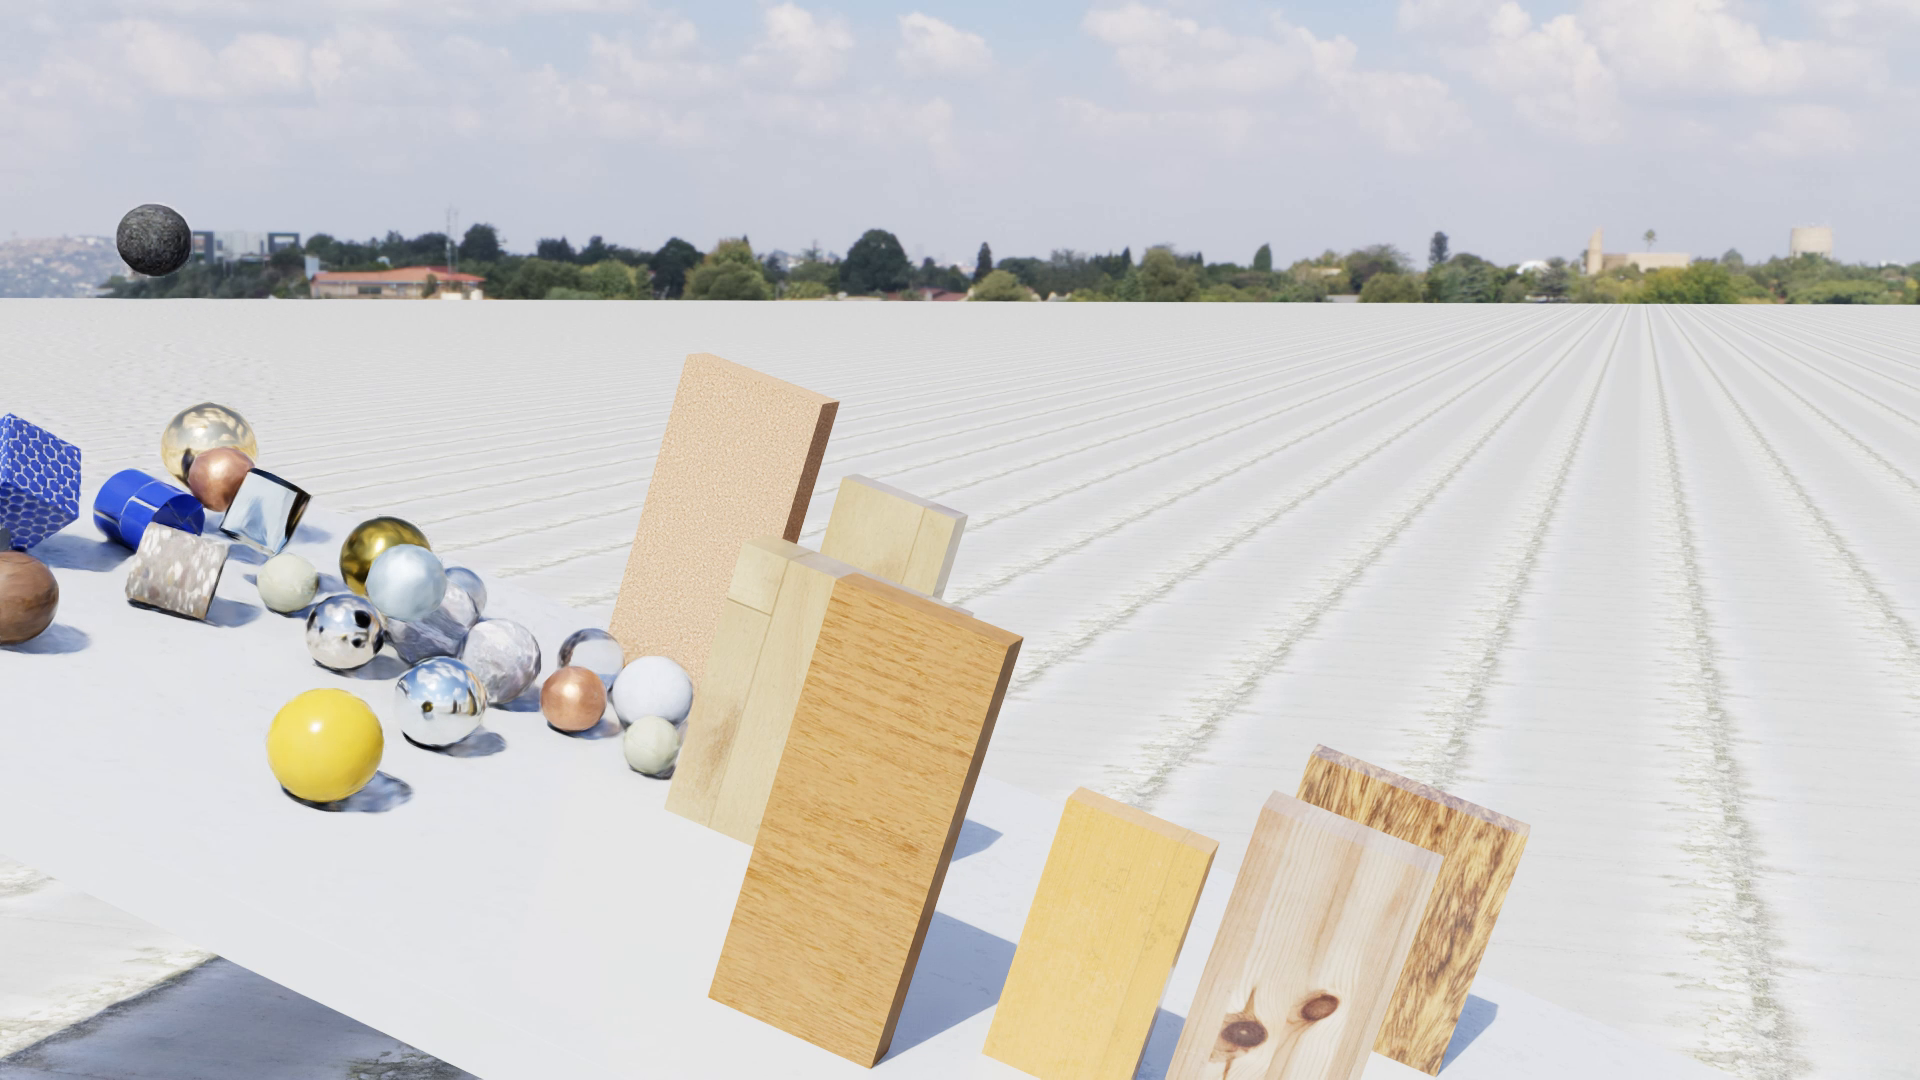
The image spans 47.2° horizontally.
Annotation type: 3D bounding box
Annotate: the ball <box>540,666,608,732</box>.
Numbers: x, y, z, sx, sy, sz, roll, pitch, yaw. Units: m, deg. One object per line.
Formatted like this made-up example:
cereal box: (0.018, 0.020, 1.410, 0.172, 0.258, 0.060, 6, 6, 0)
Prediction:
ball: (-0.798, 0.329, 4.546, 0.138, 0.138, 0.138, 0, 7, 0)

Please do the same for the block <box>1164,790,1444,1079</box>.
block: (0.428, 0.732, 3.062, 0.246, 0.720, 0.102, 21, 12, 14)

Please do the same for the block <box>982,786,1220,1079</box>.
block: (0.231, 0.677, 3.640, 0.248, 0.471, 0.084, 21, 12, 14)

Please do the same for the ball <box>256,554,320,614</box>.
ball: (-1.440, 0.093, 4.714, 0.129, 0.129, 0.129, 0, 7, 0)

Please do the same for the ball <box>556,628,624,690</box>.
ball: (-0.807, 0.265, 4.806, 0.147, 0.147, 0.147, 0, 7, 0)

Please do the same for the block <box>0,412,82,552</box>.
block: (-1.939, -0.114, 4.512, 0.178, 0.178, 0.178, -27, -36, 20)

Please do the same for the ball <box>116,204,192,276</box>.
ball: (-1.687, -0.629, 4.604, 0.150, 0.150, 0.150, 0, 7, 0)

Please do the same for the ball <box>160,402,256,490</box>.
ball: (-1.707, -0.208, 4.999, 0.207, 0.207, 0.207, 0, 7, 0)

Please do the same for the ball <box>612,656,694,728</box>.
ball: (-0.652, 0.331, 4.664, 0.173, 0.173, 0.173, 0, 7, 0)

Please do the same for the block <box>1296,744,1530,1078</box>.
block: (0.802, 0.710, 4.237, 0.427, 0.504, 0.100, 21, 12, 14)

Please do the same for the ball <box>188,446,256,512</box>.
ball: (-1.628, -0.133, 4.858, 0.148, 0.148, 0.148, 0, 7, 0)

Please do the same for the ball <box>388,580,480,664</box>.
ball: (-1.113, 0.177, 4.651, 0.191, 0.191, 0.191, 0, 7, 0)

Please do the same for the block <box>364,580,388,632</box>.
block: (-1.219, 0.144, 4.762, 0.109, 0.109, 0.109, 8, -8, -36)

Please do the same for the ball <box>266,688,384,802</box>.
ball: (-1.104, 0.356, 3.826, 0.199, 0.199, 0.199, 0, 7, 0)

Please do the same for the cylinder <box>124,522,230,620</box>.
cylinder: (-1.603, 0.063, 4.506, 0.162, 0.162, 0.162, 19, 2, -15)

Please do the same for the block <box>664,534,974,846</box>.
block: (-0.276, 0.333, 4.255, 0.441, 0.560, 0.135, 21, 12, 14)

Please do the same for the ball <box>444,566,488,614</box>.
ball: (-1.139, 0.128, 4.969, 0.137, 0.137, 0.137, 0, 7, 0)

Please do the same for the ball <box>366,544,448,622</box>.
ball: (-1.105, 0.086, 4.395, 0.155, 0.155, 0.155, 0, 7, 0)

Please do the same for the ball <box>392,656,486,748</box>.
ball: (-1.001, 0.312, 4.234, 0.176, 0.176, 0.176, 0, 7, 0)

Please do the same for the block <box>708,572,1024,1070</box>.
block: (-0.155, 0.446, 3.497, 0.294, 0.729, 0.088, 21, 12, 14)

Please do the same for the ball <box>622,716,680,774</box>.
ball: (-0.625, 0.415, 4.454, 0.117, 0.117, 0.117, 0, 7, 0)

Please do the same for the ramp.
ramp: (-0.355, 0.668, 4.224, 4.000, 0.100, 2.000, 21, 12, 14)

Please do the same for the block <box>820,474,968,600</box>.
block: (-0.209, 0.183, 4.937, 0.277, 0.601, 0.093, 21, 12, 14)

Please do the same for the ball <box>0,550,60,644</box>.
ball: (-1.762, 0.106, 4.075, 0.173, 0.173, 0.173, 0, 7, 0)

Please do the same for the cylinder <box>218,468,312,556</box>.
cylinder: (-1.507, -0.058, 4.773, 0.147, 0.147, 0.147, 22, -15, 6)

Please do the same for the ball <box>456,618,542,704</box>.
ball: (-0.959, 0.251, 4.572, 0.176, 0.176, 0.176, 0, 7, 0)

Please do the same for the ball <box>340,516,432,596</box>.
ball: (-1.286, 0.049, 4.934, 0.205, 0.205, 0.205, 0, 7, 0)

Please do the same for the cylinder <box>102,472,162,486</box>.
cylinder: (-1.861, -0.093, 4.943, 0.111, 0.111, 0.111, 5, 3, -31)

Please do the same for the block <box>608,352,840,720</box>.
block: (-0.540, 0.006, 4.854, 0.328, 0.768, 0.109, 21, 12, 14)

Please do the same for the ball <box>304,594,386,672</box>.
ball: (-1.252, 0.188, 4.479, 0.159, 0.159, 0.159, 0, 7, 0)

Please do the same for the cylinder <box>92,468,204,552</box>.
cylinder: (-1.772, -0.052, 4.805, 0.163, 0.163, 0.163, 23, 16, 23)
